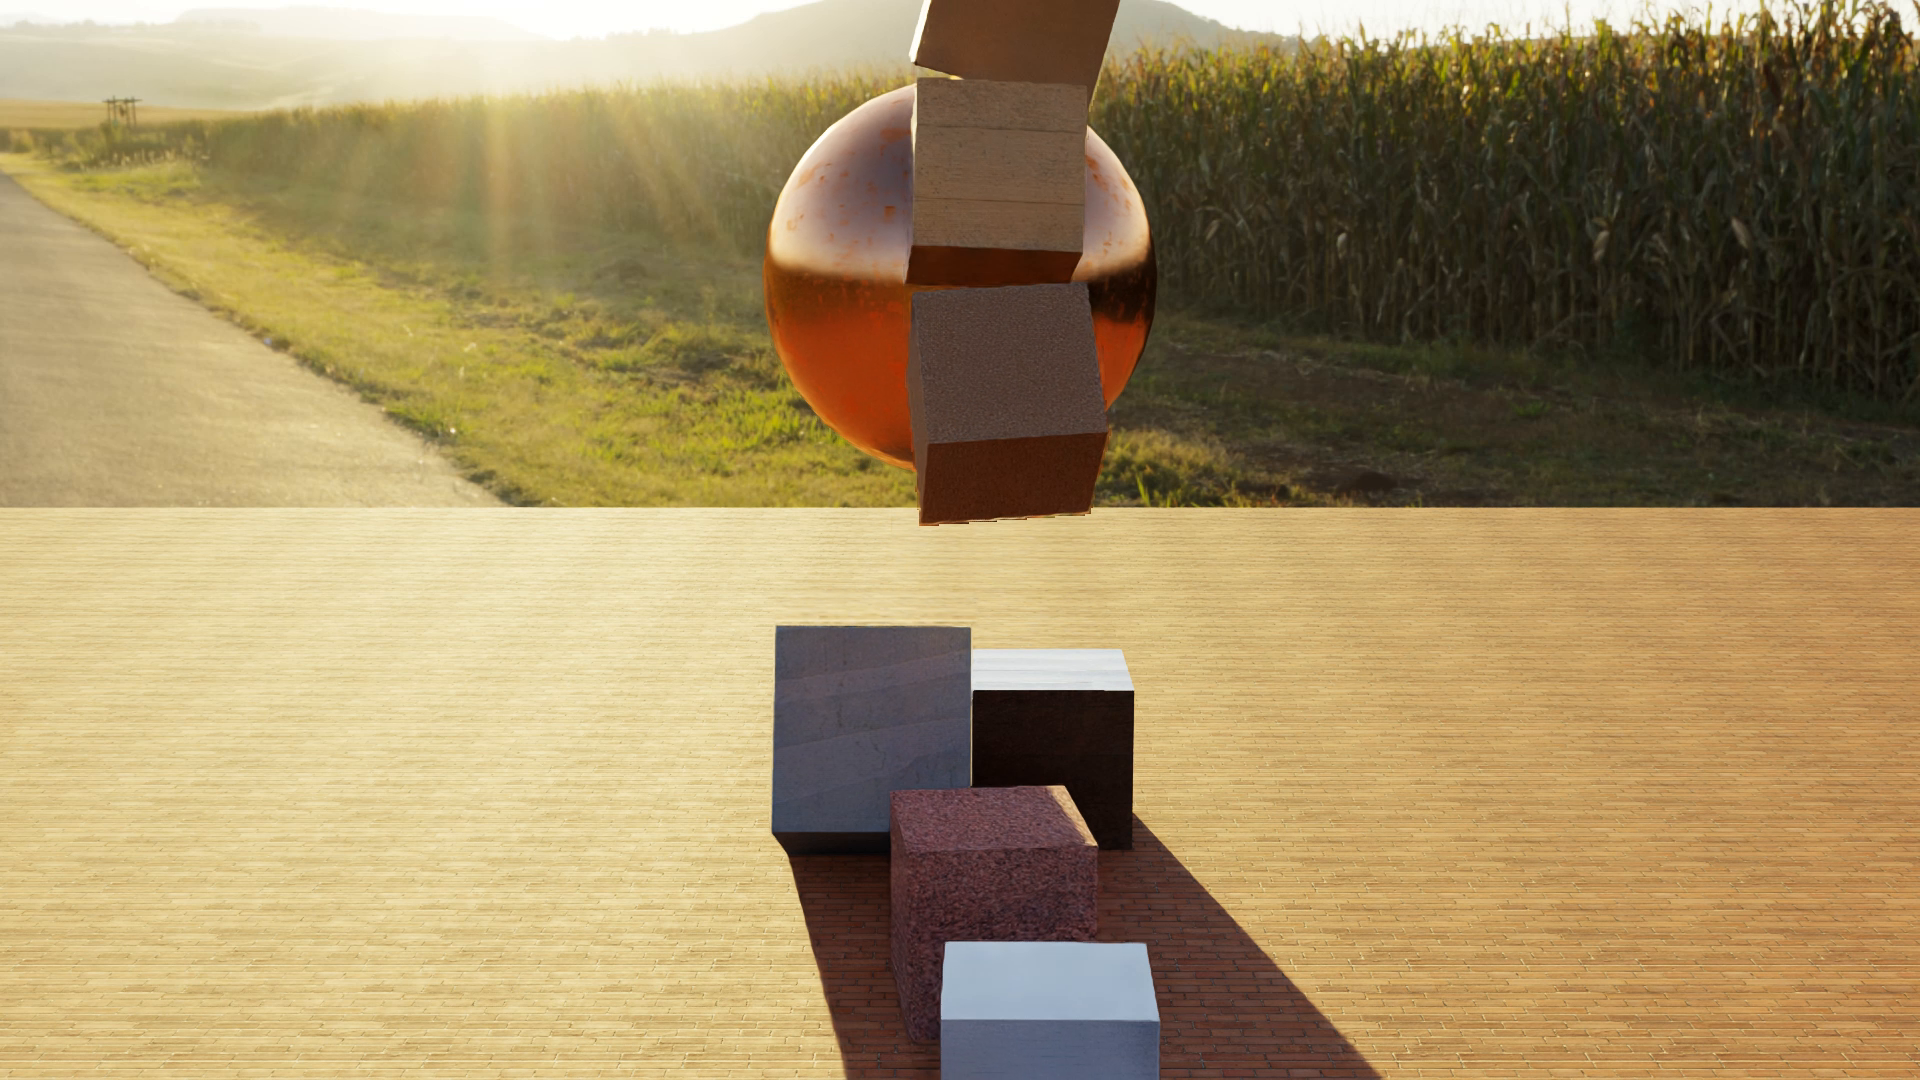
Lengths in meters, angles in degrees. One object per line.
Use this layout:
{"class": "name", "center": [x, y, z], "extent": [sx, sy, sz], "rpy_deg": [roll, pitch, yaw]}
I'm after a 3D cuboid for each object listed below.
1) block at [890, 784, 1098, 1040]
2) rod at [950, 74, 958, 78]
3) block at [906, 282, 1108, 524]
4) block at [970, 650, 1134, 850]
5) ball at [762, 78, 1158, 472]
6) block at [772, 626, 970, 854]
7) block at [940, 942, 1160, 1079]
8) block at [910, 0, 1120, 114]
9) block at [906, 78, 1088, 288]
{"class": "block", "center": [0.122, 1.515, 9.071], "extent": [0.752, 0.774, 0.827], "rpy_deg": [-1, 10, -6]}
{"class": "rod", "center": [0.000, -4.406, 9.481], "extent": [0.080, 5.200, 0.080], "rpy_deg": [0, -10, 0]}
{"class": "block", "center": [0.136, -0.433, 7.050], "extent": [0.552, 0.533, 0.575], "rpy_deg": [-4, -24, -5]}
{"class": "block", "center": [0.461, 1.068, 11.390], "extent": [0.804, 0.823, 0.891], "rpy_deg": [0, 10, 0]}
{"class": "ball", "center": [0.000, -1.053, 8.915], "extent": [1.600, 1.600, 1.600], "rpy_deg": [0, 10, 0]}
{"class": "block", "center": [-0.404, 0.984, 10.612], "extent": [0.912, 0.957, 0.958], "rpy_deg": [0, -14, 0]}
{"class": "block", "center": [0.303, 1.837, 7.677], "extent": [0.726, 0.639, 0.715], "rpy_deg": [0, 10, 1]}
{"class": "block", "center": [0.229, -2.091, 8.482], "extent": [0.679, 0.670, 0.663], "rpy_deg": [15, 14, -7]}
{"class": "block", "center": [0.117, -1.233, 7.693], "extent": [0.576, 0.579, 0.569], "rpy_deg": [2, -7, -3]}
